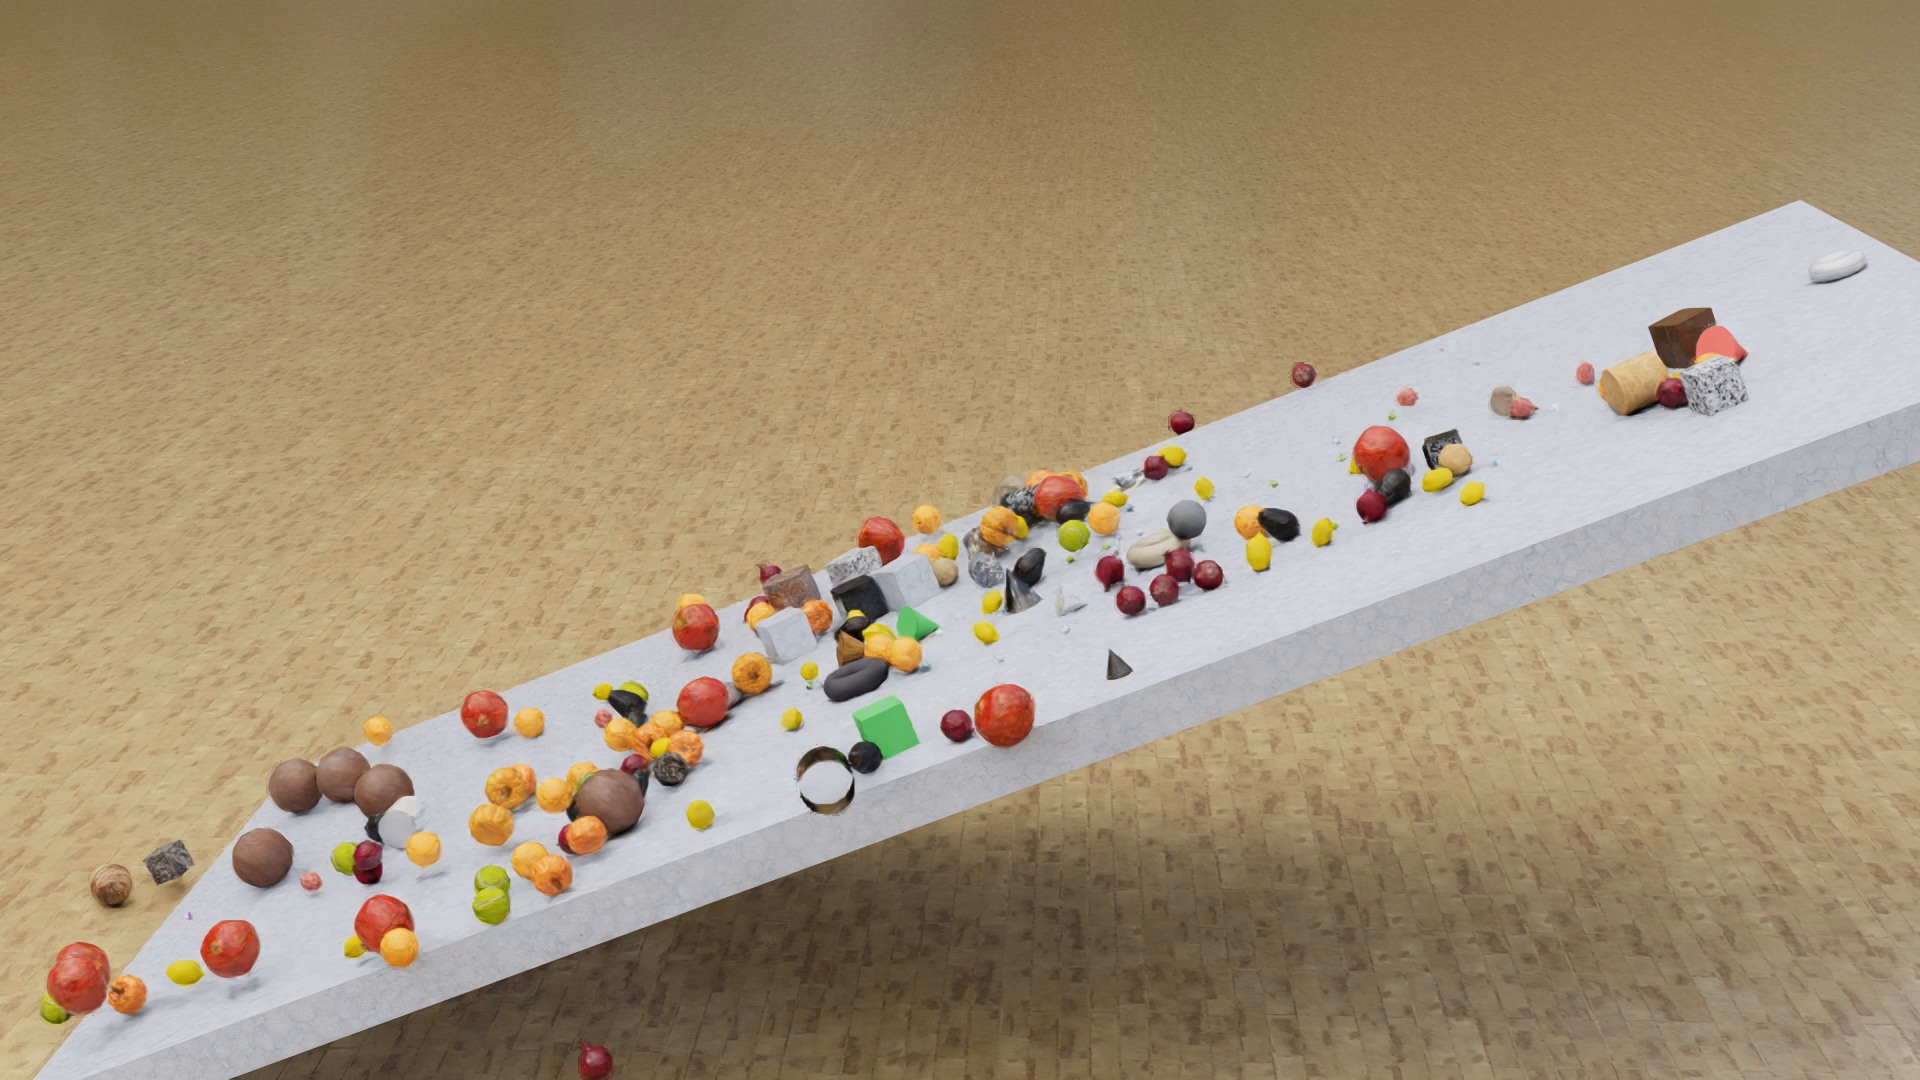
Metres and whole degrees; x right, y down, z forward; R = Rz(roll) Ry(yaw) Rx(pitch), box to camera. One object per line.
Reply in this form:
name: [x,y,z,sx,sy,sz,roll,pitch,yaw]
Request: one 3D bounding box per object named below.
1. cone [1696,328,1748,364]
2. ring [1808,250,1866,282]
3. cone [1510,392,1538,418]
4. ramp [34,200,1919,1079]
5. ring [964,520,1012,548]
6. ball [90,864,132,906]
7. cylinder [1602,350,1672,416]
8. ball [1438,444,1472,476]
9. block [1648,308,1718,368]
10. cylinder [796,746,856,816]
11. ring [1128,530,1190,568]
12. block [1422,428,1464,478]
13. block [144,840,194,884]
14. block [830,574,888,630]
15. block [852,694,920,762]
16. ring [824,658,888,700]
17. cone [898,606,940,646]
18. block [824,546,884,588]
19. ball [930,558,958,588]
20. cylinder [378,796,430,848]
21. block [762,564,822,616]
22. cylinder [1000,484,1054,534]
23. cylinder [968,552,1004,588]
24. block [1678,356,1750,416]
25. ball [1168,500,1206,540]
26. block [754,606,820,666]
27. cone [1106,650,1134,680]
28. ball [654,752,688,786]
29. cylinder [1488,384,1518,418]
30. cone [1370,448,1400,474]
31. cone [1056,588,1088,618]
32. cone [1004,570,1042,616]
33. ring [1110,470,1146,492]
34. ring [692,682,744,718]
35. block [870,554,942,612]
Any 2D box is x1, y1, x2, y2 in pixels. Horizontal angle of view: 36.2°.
cone: [1.527,-0.372,5.817,0.098,0.098,0.098,-5,14,-35]
ring: [1.838,-0.575,6.164,0.121,0.040,0.121,-20,11,4]
cone: [1.170,-0.276,6.083,0.056,0.056,0.056,8,15,10]
ramp: [0.123,0.174,6.291,4.000,0.100,2.000,-21,12,7]
ring: [0.065,-0.012,6.873,0.124,0.041,0.124,-22,11,4]
ball: [-1.974,0.800,6.839,0.097,0.097,0.097,0,14,0]
cylinder: [1.326,-0.307,5.764,0.098,0.098,0.098,-24,18,-7]
ball: [0.978,-0.159,5.814,0.066,0.066,0.066,0,14,0]
block: [1.472,-0.409,5.959,0.093,0.093,0.093,-26,13,-19]
cylinder: [-0.243,0.435,5.315,0.100,0.100,0.100,-2,12,-7]
ring: [0.411,0.019,6.101,0.136,0.045,0.136,-18,12,4]
block: [0.972,-0.174,5.894,0.066,0.066,0.066,-18,13,21]
block: [-1.861,0.758,6.919,0.069,0.069,0.069,-22,12,23]
block: [-0.229,0.139,6.625,0.086,0.086,0.086,-25,12,-12]
block: [-0.140,0.354,5.518,0.086,0.086,0.086,-24,12,-10]
ring: [-0.214,0.285,6.050,0.142,0.047,0.142,-21,13,5]
cone: [-0.076,0.184,6.268,0.085,0.085,0.085,2,11,-30]
block: [-0.241,0.079,6.895,0.093,0.093,0.093,-31,15,-37]
ball: [-0.037,0.074,6.611,0.068,0.068,0.068,0,14,0]
cylinder: [-1.189,0.604,6.289,0.087,0.087,0.087,2,16,7]
block: [-0.395,0.128,6.944,0.098,0.098,0.098,-20,12,13]
cylinder: [0.156,-0.074,6.850,0.093,0.093,0.093,-19,9,16]
cylinder: [0.056,0.067,6.473,0.067,0.067,0.067,-2,9,-9]
block: [1.424,-0.292,5.556,0.083,0.083,0.083,-23,12,-6]
ball: [0.467,-0.042,6.051,0.082,0.082,0.082,0,14,0]
block: [-0.386,0.214,6.562,0.093,0.093,0.093,-26,12,-18]
cone: [0.284,0.223,5.409,0.054,0.054,0.054,-21,12,5]
ball: [-0.579,0.459,5.885,0.070,0.070,0.070,0,14,0]
cylinder: [1.135,-0.291,6.143,0.052,0.052,0.052,5,34,20]
cone: [0.886,-0.162,6.090,0.057,0.057,0.057,2,13,-15]
cone: [0.233,0.127,5.984,0.063,0.063,0.063,-2,14,-15]
cone: [0.115,0.099,6.176,0.089,0.089,0.089,-21,12,5]
ring: [0.394,-0.140,6.872,0.088,0.029,0.088,-21,13,5]
ring: [-0.523,0.345,6.360,0.120,0.040,0.120,-22,13,5]
block: [-0.120,0.096,6.592,0.096,0.096,0.096,-29,14,-30]
